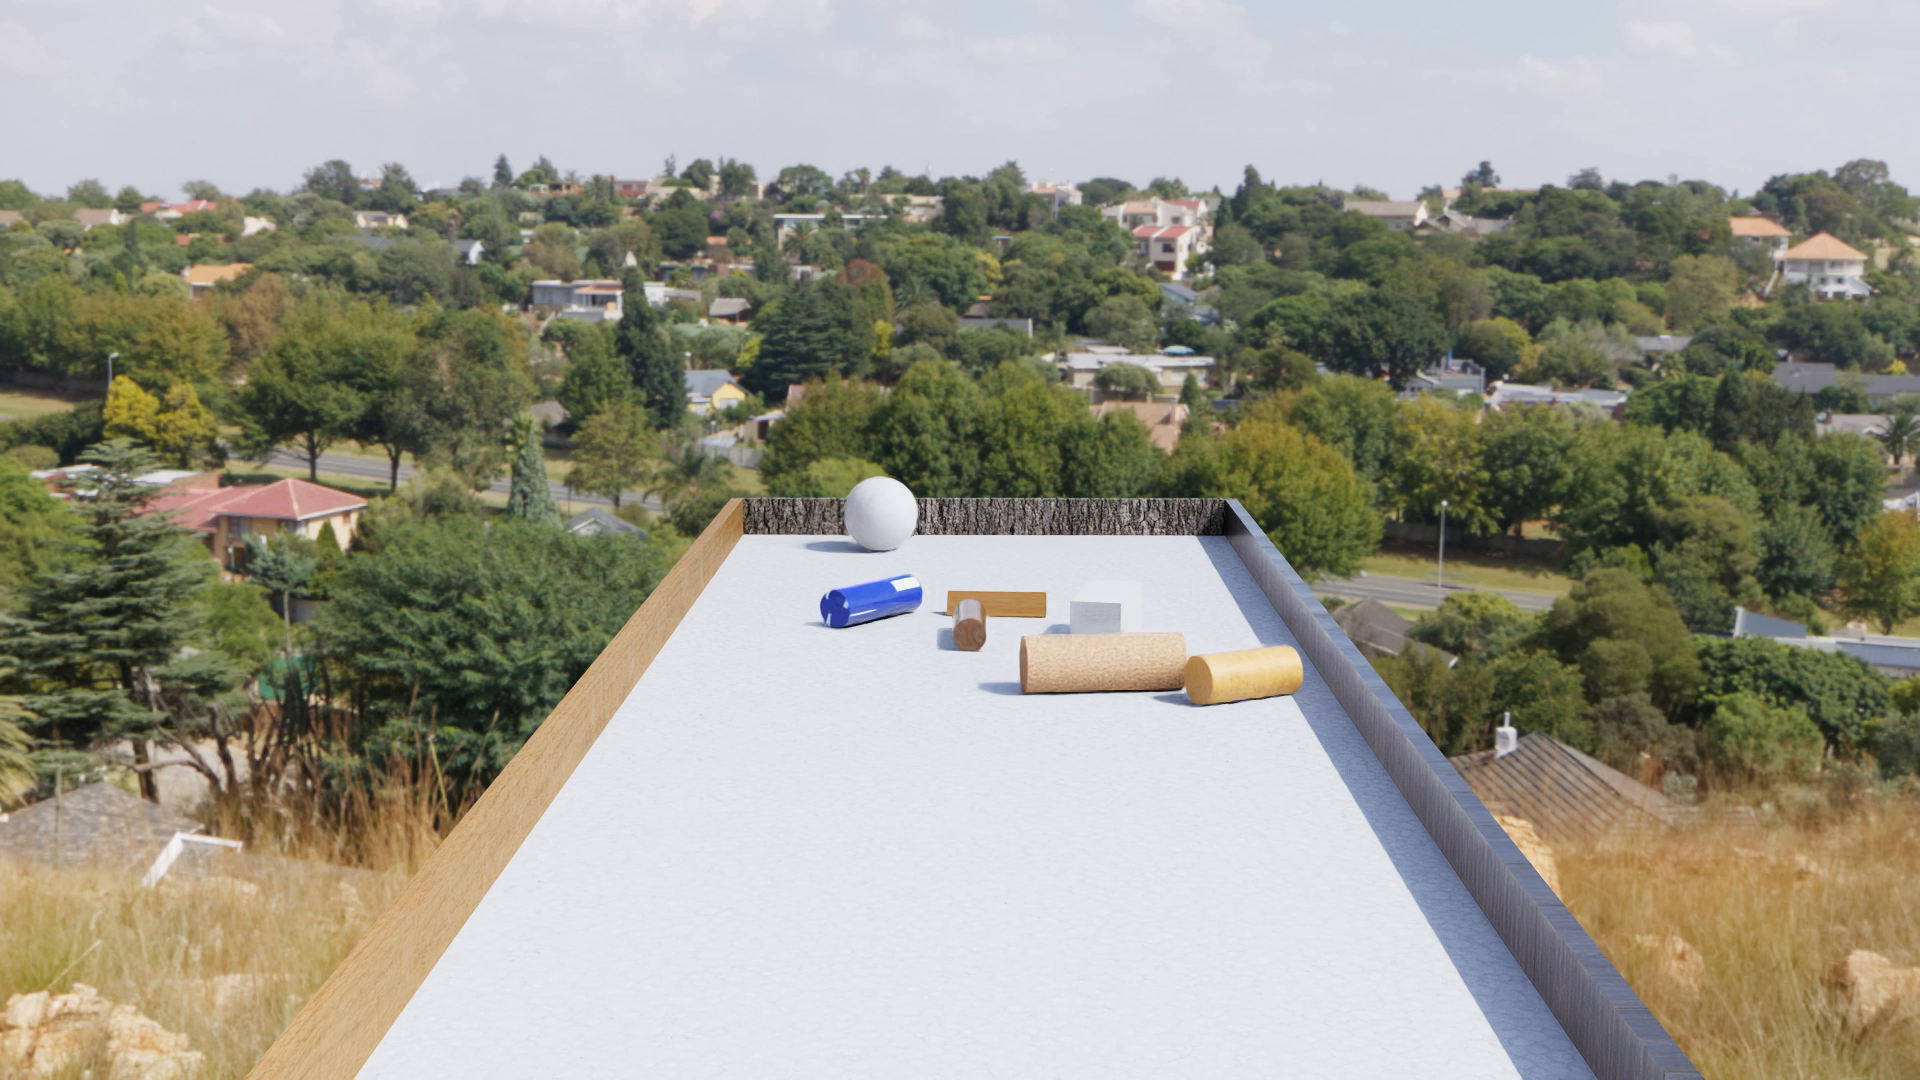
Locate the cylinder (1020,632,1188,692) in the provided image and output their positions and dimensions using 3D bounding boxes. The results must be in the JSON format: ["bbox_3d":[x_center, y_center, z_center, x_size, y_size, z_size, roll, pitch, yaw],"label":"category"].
[{"bbox_3d":[0.408,0.348,6.287,0.457,0.164,0.164,-1,9,-7],"label":"cylinder"}]

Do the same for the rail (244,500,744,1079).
[{"bbox_3d":[-1.004,0.839,3.234,0.050,0.150,12.000,0,9,1],"label":"rail"}]

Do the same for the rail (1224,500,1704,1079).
[{"bbox_3d":[1.046,0.843,3.208,0.050,0.150,12.000,0,9,1],"label":"rail"}]

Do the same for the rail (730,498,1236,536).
[{"bbox_3d":[0.099,-0.098,9.147,2.100,0.150,0.050,0,9,1],"label":"rail"}]

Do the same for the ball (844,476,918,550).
[{"bbox_3d":[-0.316,-0.105,8.733,0.295,0.295,0.295,0,9,0],"label":"ball"}]

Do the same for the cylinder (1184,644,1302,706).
[{"bbox_3d":[0.797,0.378,6.181,0.310,0.139,0.139,-5,10,-28],"label":"cylinder"}]

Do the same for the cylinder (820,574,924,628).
[{"bbox_3d":[-0.291,0.203,7.324,0.126,0.126,0.381,7,11,37],"label":"cylinder"}]

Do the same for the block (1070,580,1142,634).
[{"bbox_3d":[0.465,0.240,6.983,0.159,0.159,0.393,2,9,14],"label":"block"}]

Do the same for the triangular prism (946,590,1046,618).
[{"bbox_3d":[0.124,0.211,7.414,0.333,0.078,0.090,1,9,5],"label":"triangular prism"}]

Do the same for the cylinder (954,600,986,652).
[{"bbox_3d":[0.033,0.269,6.980,0.104,0.104,0.338,0,9,0],"label":"cylinder"}]
